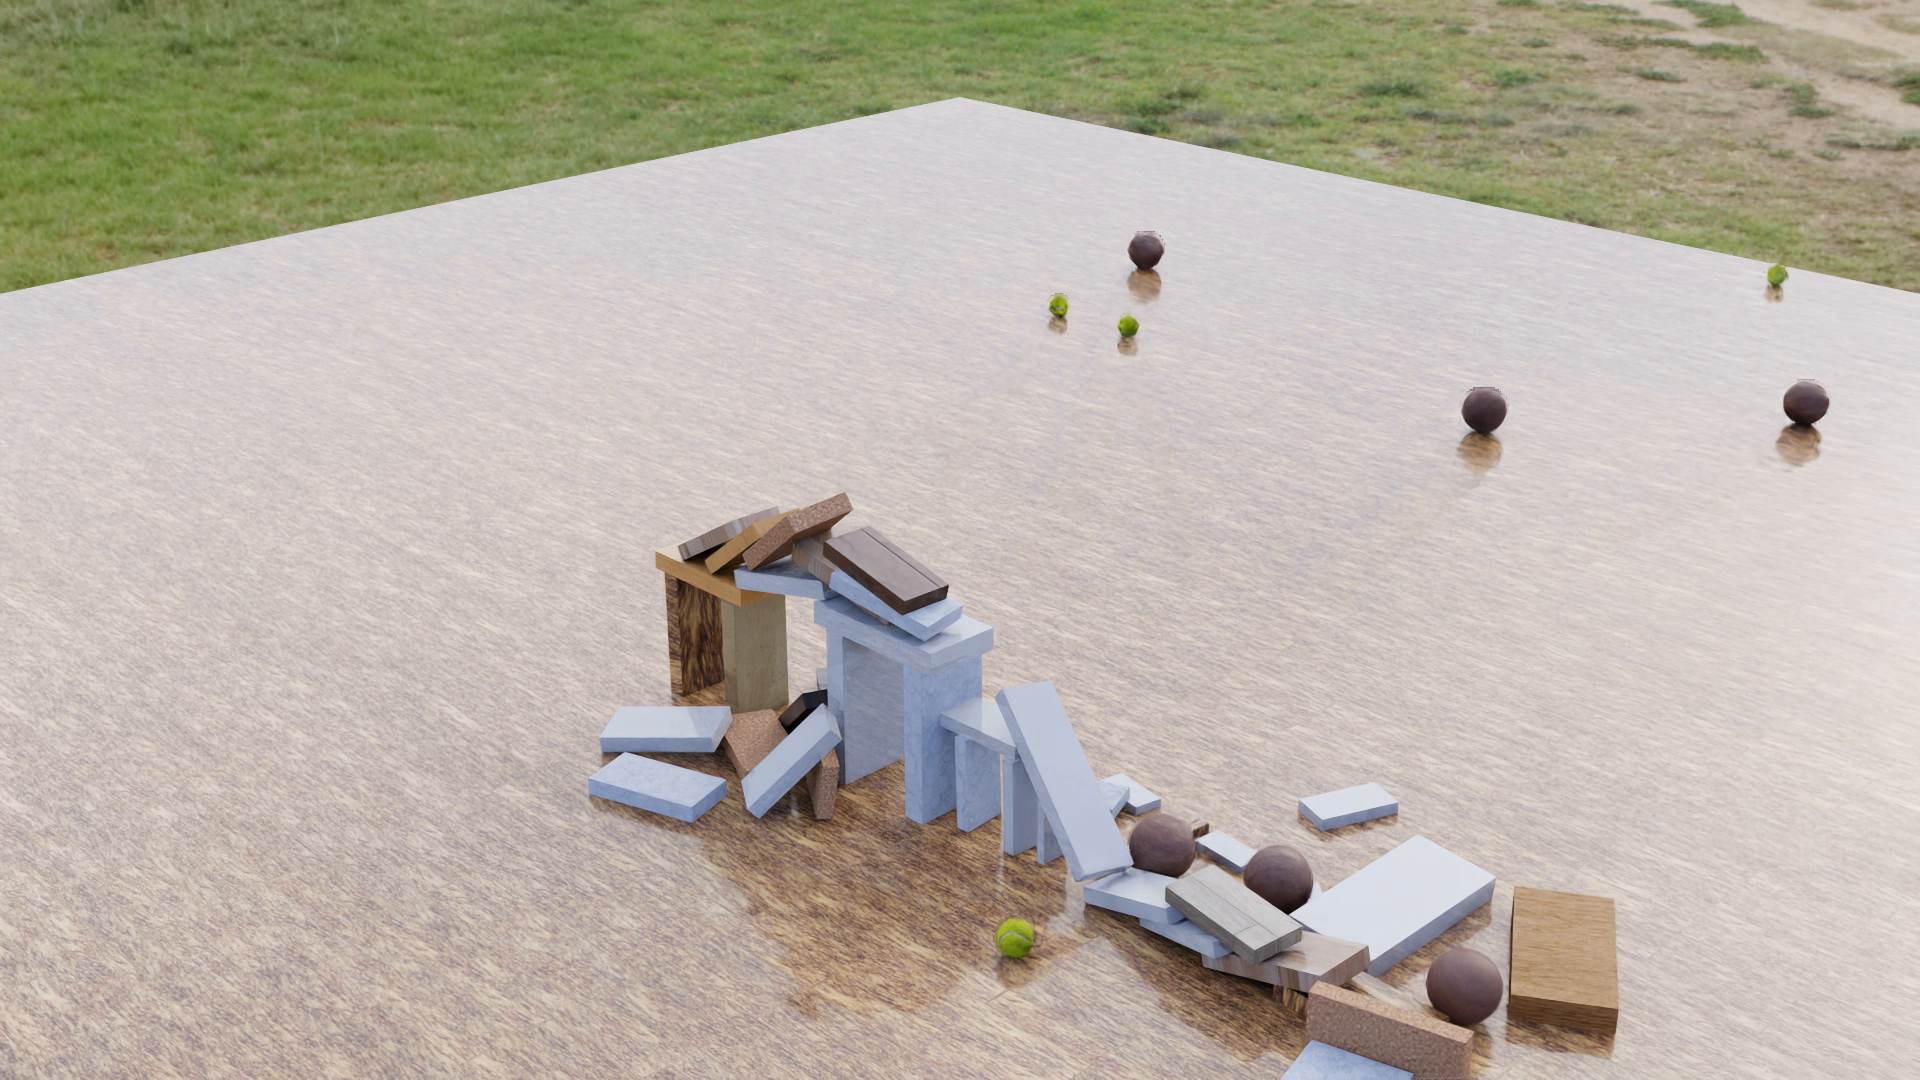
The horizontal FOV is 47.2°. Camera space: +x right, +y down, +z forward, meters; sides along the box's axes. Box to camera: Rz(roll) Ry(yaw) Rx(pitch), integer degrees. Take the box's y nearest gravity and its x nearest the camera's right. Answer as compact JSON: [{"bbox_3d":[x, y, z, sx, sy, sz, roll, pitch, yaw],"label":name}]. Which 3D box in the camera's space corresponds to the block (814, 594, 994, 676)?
[{"bbox_3d":[-0.115,0.171,4.415,0.172,0.049,0.344,-21,31,-40],"label":"block"}]

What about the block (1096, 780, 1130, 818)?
[{"bbox_3d":[0.245,0.521,4.475,0.180,0.026,0.090,8,30,26],"label":"block"}]

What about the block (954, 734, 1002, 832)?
[{"bbox_3d":[0.037,0.470,4.391,0.029,0.203,0.102,17,28,39],"label":"block"}]

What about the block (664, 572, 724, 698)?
[{"bbox_3d":[-0.584,0.191,4.934,0.147,0.294,0.042,-21,31,-41],"label":"block"}]

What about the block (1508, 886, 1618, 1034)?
[{"bbox_3d":[1.079,0.746,3.937,0.180,0.051,0.359,6,24,13],"label":"block"}]

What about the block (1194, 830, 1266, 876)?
[{"bbox_3d":[0.527,0.610,4.299,0.065,0.018,0.130,-17,28,-34],"label":"block"}]

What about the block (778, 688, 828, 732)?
[{"bbox_3d":[-0.304,0.361,4.686,0.119,0.034,0.238,-9,-14,-21],"label":"block"}]

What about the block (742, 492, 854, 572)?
[{"bbox_3d":[-0.337,-0.016,4.529,0.141,0.040,0.282,-23,-6,-29],"label":"block"}]

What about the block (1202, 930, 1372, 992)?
[{"bbox_3d":[0.574,0.736,3.891,0.136,0.039,0.272,-20,16,-40],"label":"block"}]

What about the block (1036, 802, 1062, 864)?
[{"bbox_3d":[0.179,0.561,4.274,0.065,0.130,0.018,-21,31,-41],"label":"block"}]

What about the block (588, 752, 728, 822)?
[{"bbox_3d":[-0.621,0.507,4.520,0.255,0.036,0.127,12,26,25],"label":"block"}]

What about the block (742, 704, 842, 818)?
[{"bbox_3d":[-0.343,0.448,4.466,0.238,0.034,0.119,-44,24,8],"label":"block"}]

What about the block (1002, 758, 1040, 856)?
[{"bbox_3d":[0.131,0.507,4.305,0.102,0.203,0.029,-19,28,-38],"label":"block"}]

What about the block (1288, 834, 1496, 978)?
[{"bbox_3d":[0.801,0.679,4.073,0.405,0.051,0.180,-21,36,-40],"label":"block"}]

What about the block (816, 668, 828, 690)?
[{"bbox_3d":[-0.200,0.323,4.955,0.239,0.034,0.120,-3,23,-7],"label":"block"}]

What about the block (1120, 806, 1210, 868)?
[{"bbox_3d":[0.365,0.594,4.329,0.264,0.025,0.090,-18,29,-36],"label":"block"}]

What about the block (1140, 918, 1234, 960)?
[{"bbox_3d":[0.438,0.698,4.000,0.116,0.033,0.231,-15,13,-28],"label":"block"}]

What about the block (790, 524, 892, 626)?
[{"bbox_3d":[-0.194,0.068,4.463,0.282,0.040,0.141,33,38,31],"label":"block"}]

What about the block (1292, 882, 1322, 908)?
[{"bbox_3d":[0.661,0.679,4.142,0.049,0.014,0.098,-2,23,-4],"label":"block"}]

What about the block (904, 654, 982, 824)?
[{"bbox_3d":[-0.033,0.383,4.419,0.049,0.344,0.172,21,31,41],"label":"block"}]

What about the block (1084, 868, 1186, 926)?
[{"bbox_3d":[0.349,0.660,4.085,0.116,0.033,0.231,-17,13,-35],"label":"block"}]

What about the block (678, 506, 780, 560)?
[{"bbox_3d":[-0.497,-0.014,4.738,0.120,0.034,0.239,-20,-1,-39],"label":"block"}]

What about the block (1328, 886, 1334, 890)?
[{"bbox_3d":[0.754,0.668,4.168,0.098,0.014,0.049,-6,24,-15],"label":"block"}]

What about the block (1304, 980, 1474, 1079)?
[{"bbox_3d":[0.704,0.833,3.623,0.272,0.136,0.039,14,27,29],"label":"block"}]

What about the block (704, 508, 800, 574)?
[{"bbox_3d":[-0.436,0.003,4.667,0.120,0.034,0.239,-20,-7,-37],"label":"block"}]

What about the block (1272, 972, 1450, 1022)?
[{"bbox_3d":[0.692,0.809,3.805,0.136,0.039,0.272,-20,30,-39],"label":"block"}]

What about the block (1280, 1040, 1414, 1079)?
[{"bbox_3d":[0.569,0.934,3.494,0.180,0.051,0.359,13,26,29],"label":"block"}]

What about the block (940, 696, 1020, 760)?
[{"bbox_3d":[0.068,0.369,4.330,0.203,0.029,0.102,21,31,40],"label":"block"}]

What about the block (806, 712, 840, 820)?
[{"bbox_3d":[-0.287,0.462,4.516,0.034,0.119,0.238,4,22,-13],"label":"block"}]

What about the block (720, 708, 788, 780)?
[{"bbox_3d":[-0.428,0.439,4.679,0.127,0.036,0.255,-8,24,-18],"label":"block"}]

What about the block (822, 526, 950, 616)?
[{"bbox_3d":[-0.148,0.059,4.357,0.120,0.034,0.240,-20,43,-40],"label":"block"}]

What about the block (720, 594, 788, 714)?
[{"bbox_3d":[-0.447,0.245,4.807,0.042,0.294,0.147,21,30,40],"label":"block"}]

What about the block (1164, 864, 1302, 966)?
[{"bbox_3d":[0.486,0.665,3.918,0.116,0.033,0.231,-18,32,-32],"label":"block"}]

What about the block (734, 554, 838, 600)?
[{"bbox_3d":[-0.327,0.074,4.599,0.282,0.040,0.141,6,20,45],"label":"block"}]

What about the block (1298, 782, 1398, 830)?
[{"bbox_3d":[0.787,0.539,4.457,0.180,0.025,0.090,-9,25,-21],"label":"block"}]

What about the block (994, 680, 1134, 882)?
[{"bbox_3d":[0.198,0.459,4.216,0.120,0.034,0.401,-6,61,-36],"label":"block"}]

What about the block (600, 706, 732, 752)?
[{"bbox_3d":[-0.629,0.405,4.709,0.255,0.036,0.127,-1,26,15],"label":"block"}]

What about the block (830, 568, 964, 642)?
[{"bbox_3d":[-0.126,0.110,4.346,0.240,0.034,0.120,28,35,25],"label":"block"}]

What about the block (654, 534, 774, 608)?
[{"bbox_3d":[-0.516,0.063,4.804,0.147,0.042,0.294,-21,31,-40],"label":"block"}]

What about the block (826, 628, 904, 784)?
[{"bbox_3d":[-0.194,0.320,4.567,0.049,0.344,0.172,21,31,40],"label":"block"}]

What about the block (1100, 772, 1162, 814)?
[{"bbox_3d":[0.346,0.520,4.511,0.065,0.018,0.130,-15,27,-31],"label":"block"}]
